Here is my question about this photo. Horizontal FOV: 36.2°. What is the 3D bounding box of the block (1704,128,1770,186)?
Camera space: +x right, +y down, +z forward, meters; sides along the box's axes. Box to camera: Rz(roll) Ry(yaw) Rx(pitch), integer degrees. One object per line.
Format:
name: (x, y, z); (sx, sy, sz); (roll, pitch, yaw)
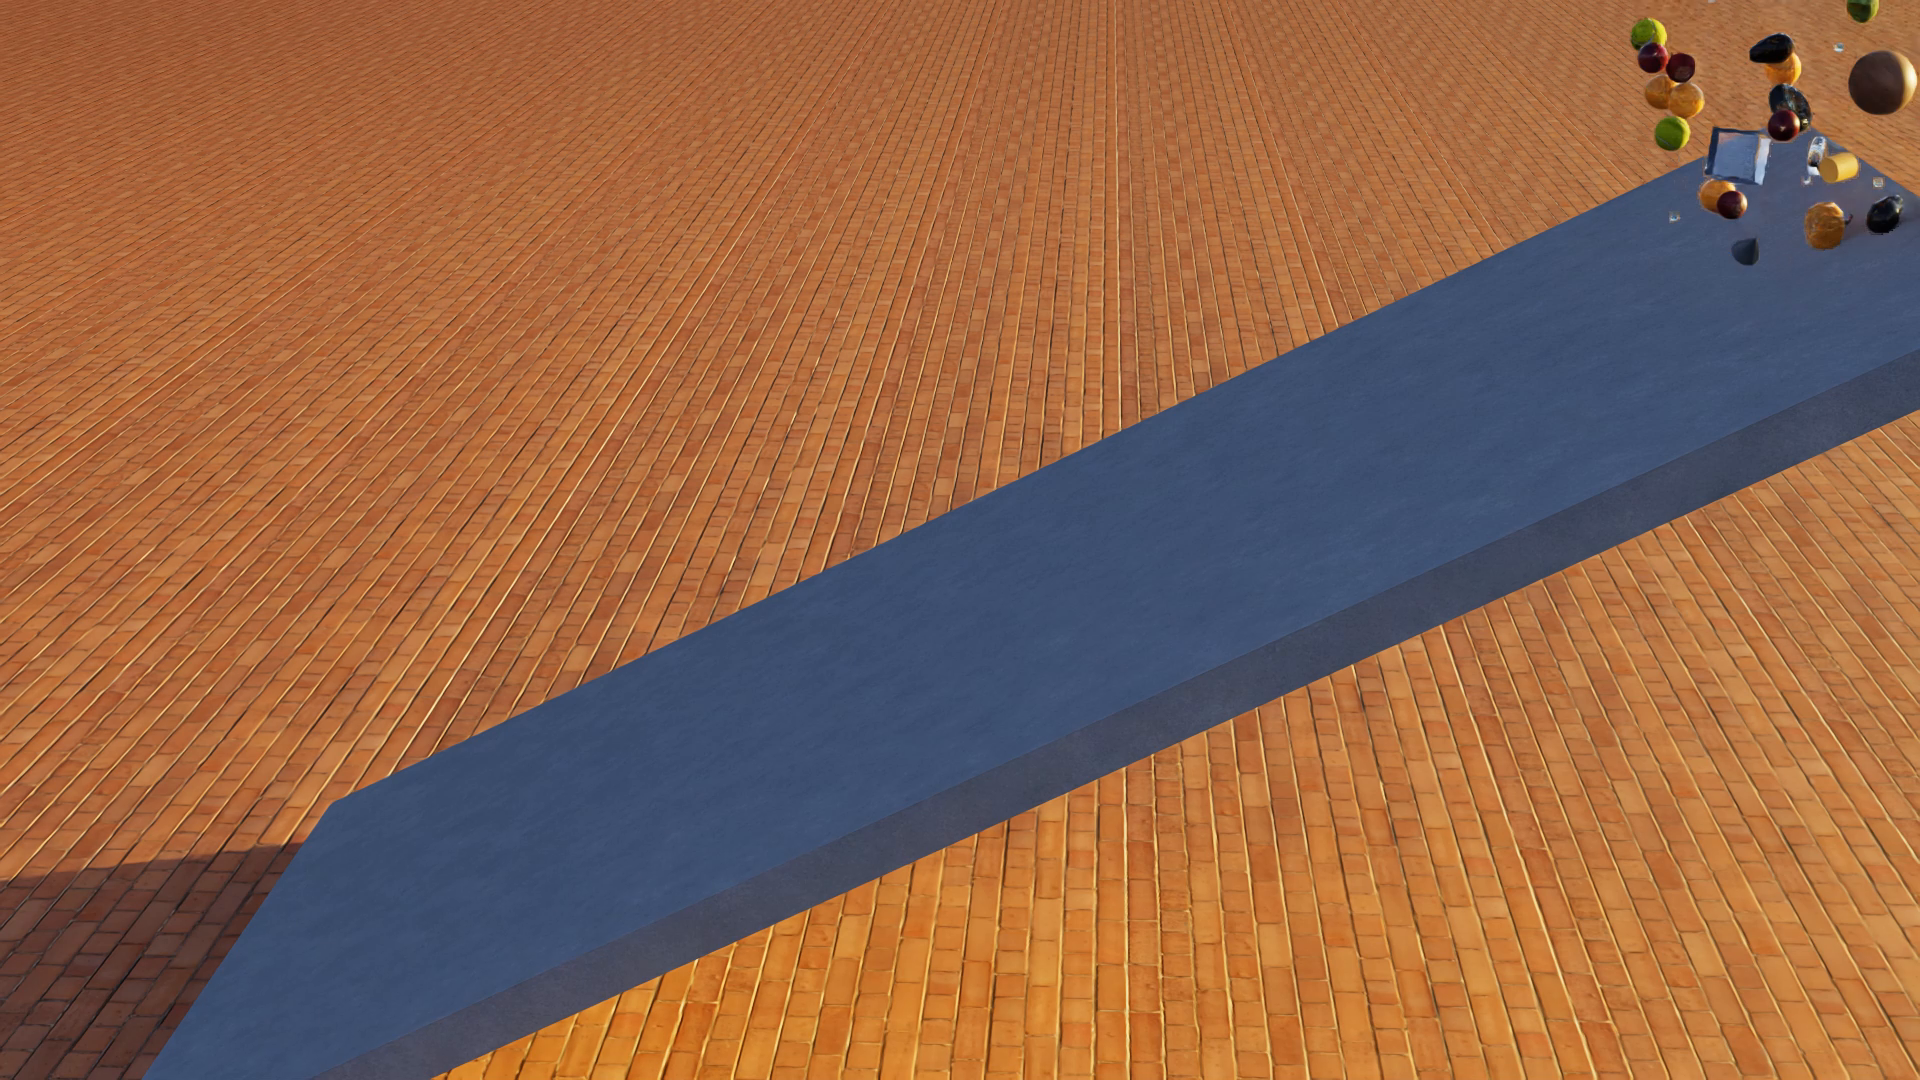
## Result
block: (1.502, -0.741, 5.680); (0.091, 0.091, 0.091); (11, 3, 28)

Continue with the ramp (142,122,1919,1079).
ramp: (0.139, 0.168, 6.281); (4.000, 0.100, 2.000); (-25, 14, 10)

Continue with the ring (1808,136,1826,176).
ring: (1.765, -0.791, 6.057); (0.027, 0.081, 0.081); (10, 19, 24)

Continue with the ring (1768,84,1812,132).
ring: (1.629, -0.848, 5.770); (0.105, 0.105, 0.035); (-16, -14, -43)

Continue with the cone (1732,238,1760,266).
cone: (1.573, -0.586, 5.846); (0.059, 0.059, 0.059); (-3, -25, -11)
